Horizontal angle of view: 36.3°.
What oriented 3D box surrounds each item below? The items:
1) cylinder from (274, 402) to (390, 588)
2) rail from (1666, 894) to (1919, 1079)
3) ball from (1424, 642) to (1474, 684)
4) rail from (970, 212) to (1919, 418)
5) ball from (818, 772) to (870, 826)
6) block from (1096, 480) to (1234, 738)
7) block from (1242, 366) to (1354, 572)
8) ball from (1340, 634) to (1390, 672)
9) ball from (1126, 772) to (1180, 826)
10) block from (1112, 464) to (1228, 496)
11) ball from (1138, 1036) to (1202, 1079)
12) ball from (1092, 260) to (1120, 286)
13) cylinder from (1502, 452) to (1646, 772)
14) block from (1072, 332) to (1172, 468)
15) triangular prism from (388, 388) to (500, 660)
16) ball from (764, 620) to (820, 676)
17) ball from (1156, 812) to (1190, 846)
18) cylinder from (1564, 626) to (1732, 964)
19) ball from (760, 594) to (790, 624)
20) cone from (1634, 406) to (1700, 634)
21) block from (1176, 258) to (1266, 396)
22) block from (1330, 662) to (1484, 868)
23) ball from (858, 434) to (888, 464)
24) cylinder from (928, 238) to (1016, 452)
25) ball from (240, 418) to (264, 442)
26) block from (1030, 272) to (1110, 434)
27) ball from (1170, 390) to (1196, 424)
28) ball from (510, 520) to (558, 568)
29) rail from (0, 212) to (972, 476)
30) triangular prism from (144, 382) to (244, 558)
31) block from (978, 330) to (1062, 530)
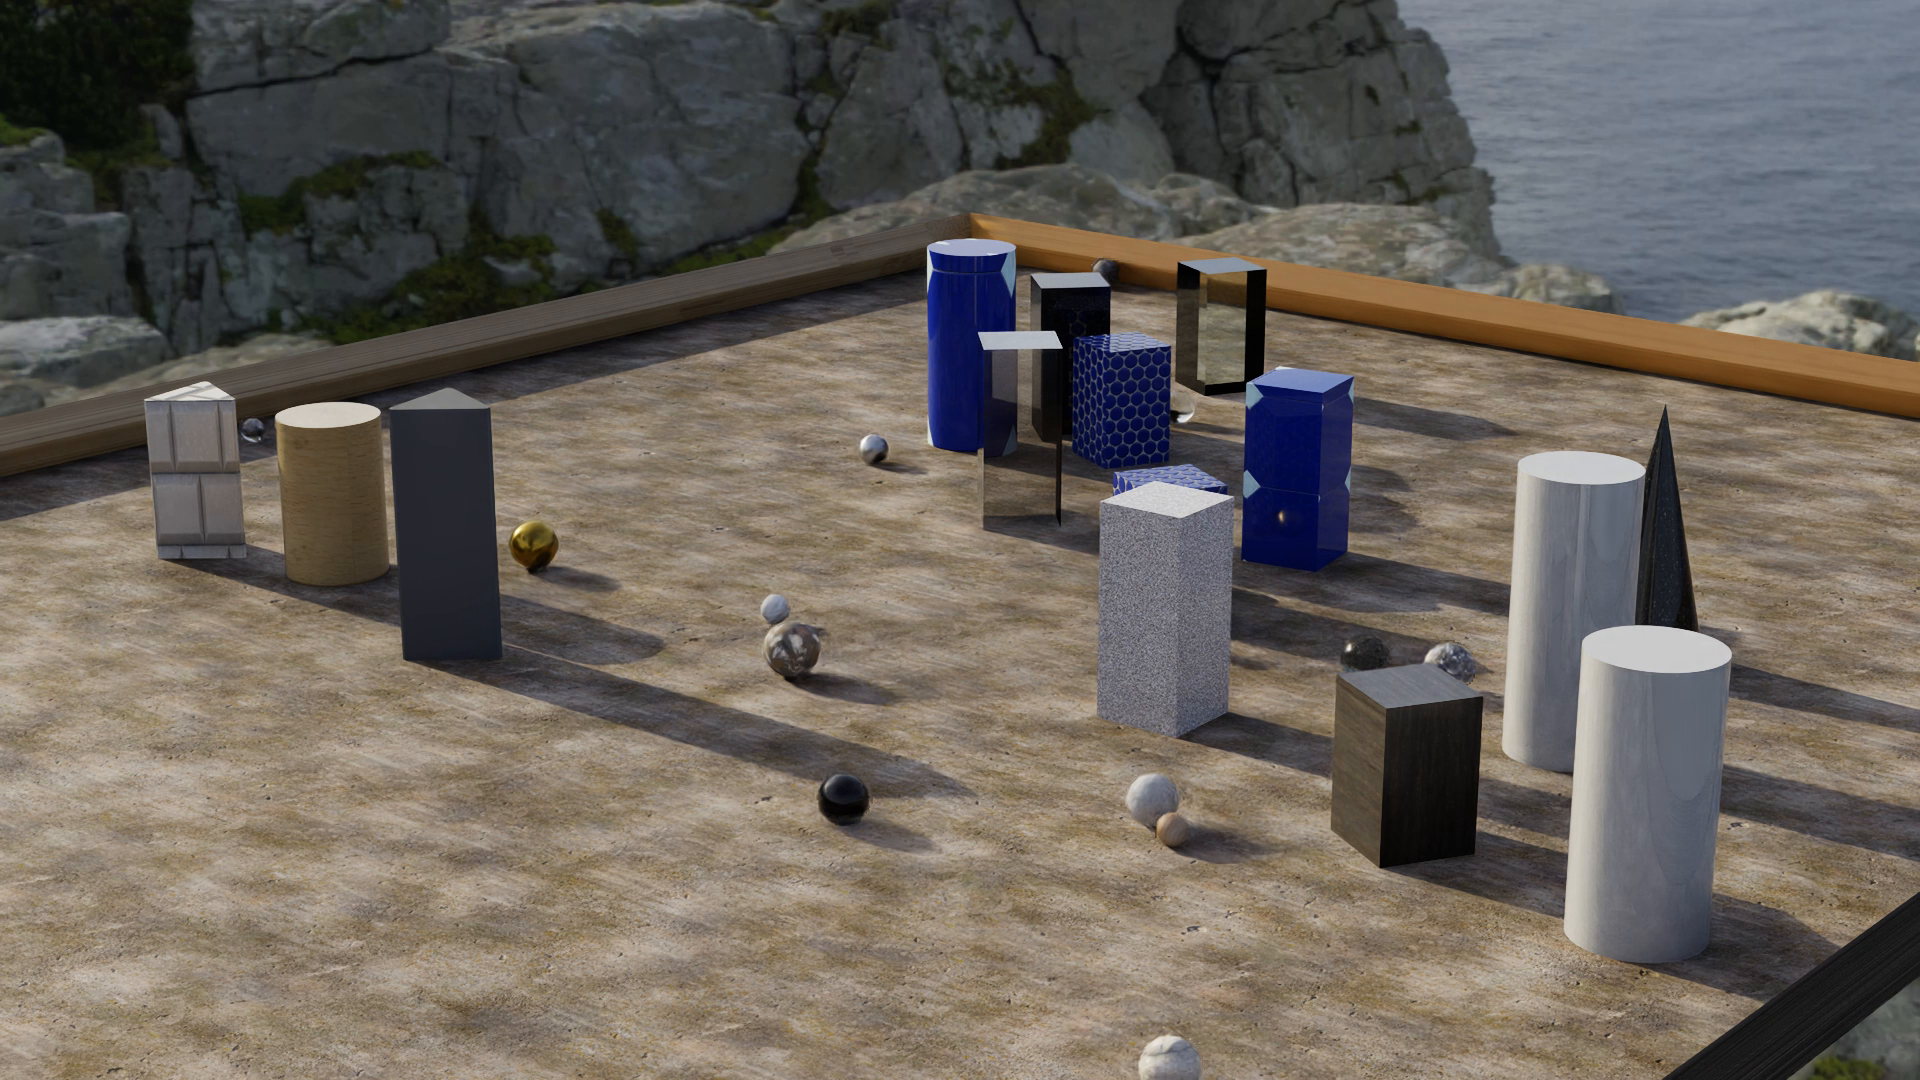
[{"bbox_3d":[-1.112,-0.082,5.197,0.182,0.289,0.182,0,17,0],"label":"cylinder"},{"bbox_3d":[1.437,0.391,3.927,0.045,0.119,4.520,14,22,39],"label":"rail"},{"bbox_3d":[0.770,0.202,4.628,0.078,0.078,0.078,0,17,0],"label":"ball"},{"bbox_3d":[1.466,-0.460,6.737,3.853,0.119,0.045,14,22,39],"label":"rail"},{"bbox_3d":[-0.163,0.363,4.103,0.074,0.074,0.074,0,17,0],"label":"ball"},{"bbox_3d":[0.314,0.104,4.485,0.146,0.347,0.146,13,21,36],"label":"block"},{"bbox_3d":[0.608,-0.129,5.285,0.146,0.330,0.146,9,19,28],"label":"block"},{"bbox_3d":[0.646,0.189,4.668,0.079,0.079,0.079,0,17,0],"label":"ball"},{"bbox_3d":[0.271,0.363,4.100,0.074,0.074,0.074,0,17,0],"label":"ball"},{"bbox_3d":[0.358,0.002,5.035,0.146,0.223,0.146,-6,18,-20],"label":"block"},{"bbox_3d":[0.239,0.599,3.326,0.072,0.072,0.072,0,17,0],"label":"ball"},{"bbox_3d":[0.377,-0.691,7.584,0.071,0.071,0.071,0,17,0],"label":"ball"},{"bbox_3d":[0.904,0.104,4.326,0.182,0.439,0.182,0,17,0],"label":"cylinder"},{"bbox_3d":[0.328,-0.286,5.957,0.146,0.240,0.146,-8,18,-24],"label":"block"},{"bbox_3d":[-0.832,-0.027,4.790,0.158,0.422,0.137,-1,17,-2],"label":"triangular prism"},{"bbox_3d":[-0.270,0.173,4.697,0.091,0.091,0.091,0,17,0],"label":"ball"},{"bbox_3d":[0.292,0.398,4.034,0.046,0.046,0.046,0,17,0],"label":"ball"},{"bbox_3d":[0.867,0.320,3.707,0.182,0.385,0.182,0,17,0],"label":"cylinder"},{"bbox_3d":[-0.312,0.116,4.959,0.049,0.049,0.049,0,17,0],"label":"ball"},{"bbox_3d":[1.118,-0.009,4.706,0.182,0.435,0.182,0,17,0],"label":"cone"},{"bbox_3d":[0.580,-0.476,6.528,0.146,0.274,0.146,-7,18,-22],"label":"block"},{"bbox_3d":[0.611,0.307,4.018,0.146,0.229,0.146,-6,18,-19],"label":"block"},{"bbox_3d":[-0.175,-0.184,5.931,0.060,0.060,0.060,0,17,0],"label":"ball"},{"bbox_3d":[0.024,-0.402,6.050,0.182,0.409,0.182,0,17,0],"label":"cylinder"},{"bbox_3d":[-1.471,-0.229,6.097,0.050,0.050,0.050,0,17,0],"label":"ball"},{"bbox_3d":[0.231,-0.394,6.184,0.146,0.314,0.146,-2,17,-7],"label":"block"},{"bbox_3d":[0.466,-0.283,6.242,0.069,0.069,0.069,0,17,0],"label":"ball"},{"bbox_3d":[-0.763,0.008,5.250,0.087,0.087,0.087,0,17,0],"label":"ball"},{"bbox_3d":[-1.437,-0.332,6.315,0.045,0.119,4.520,14,22,39],"label":"rail"},{"bbox_3d":[-1.379,-0.129,5.343,0.158,0.295,0.137,0,17,-2],"label":"triangular prism"},{"bbox_3d":[0.111,-0.206,5.511,0.146,0.346,0.146,-1,17,-4],"label":"block"}]
